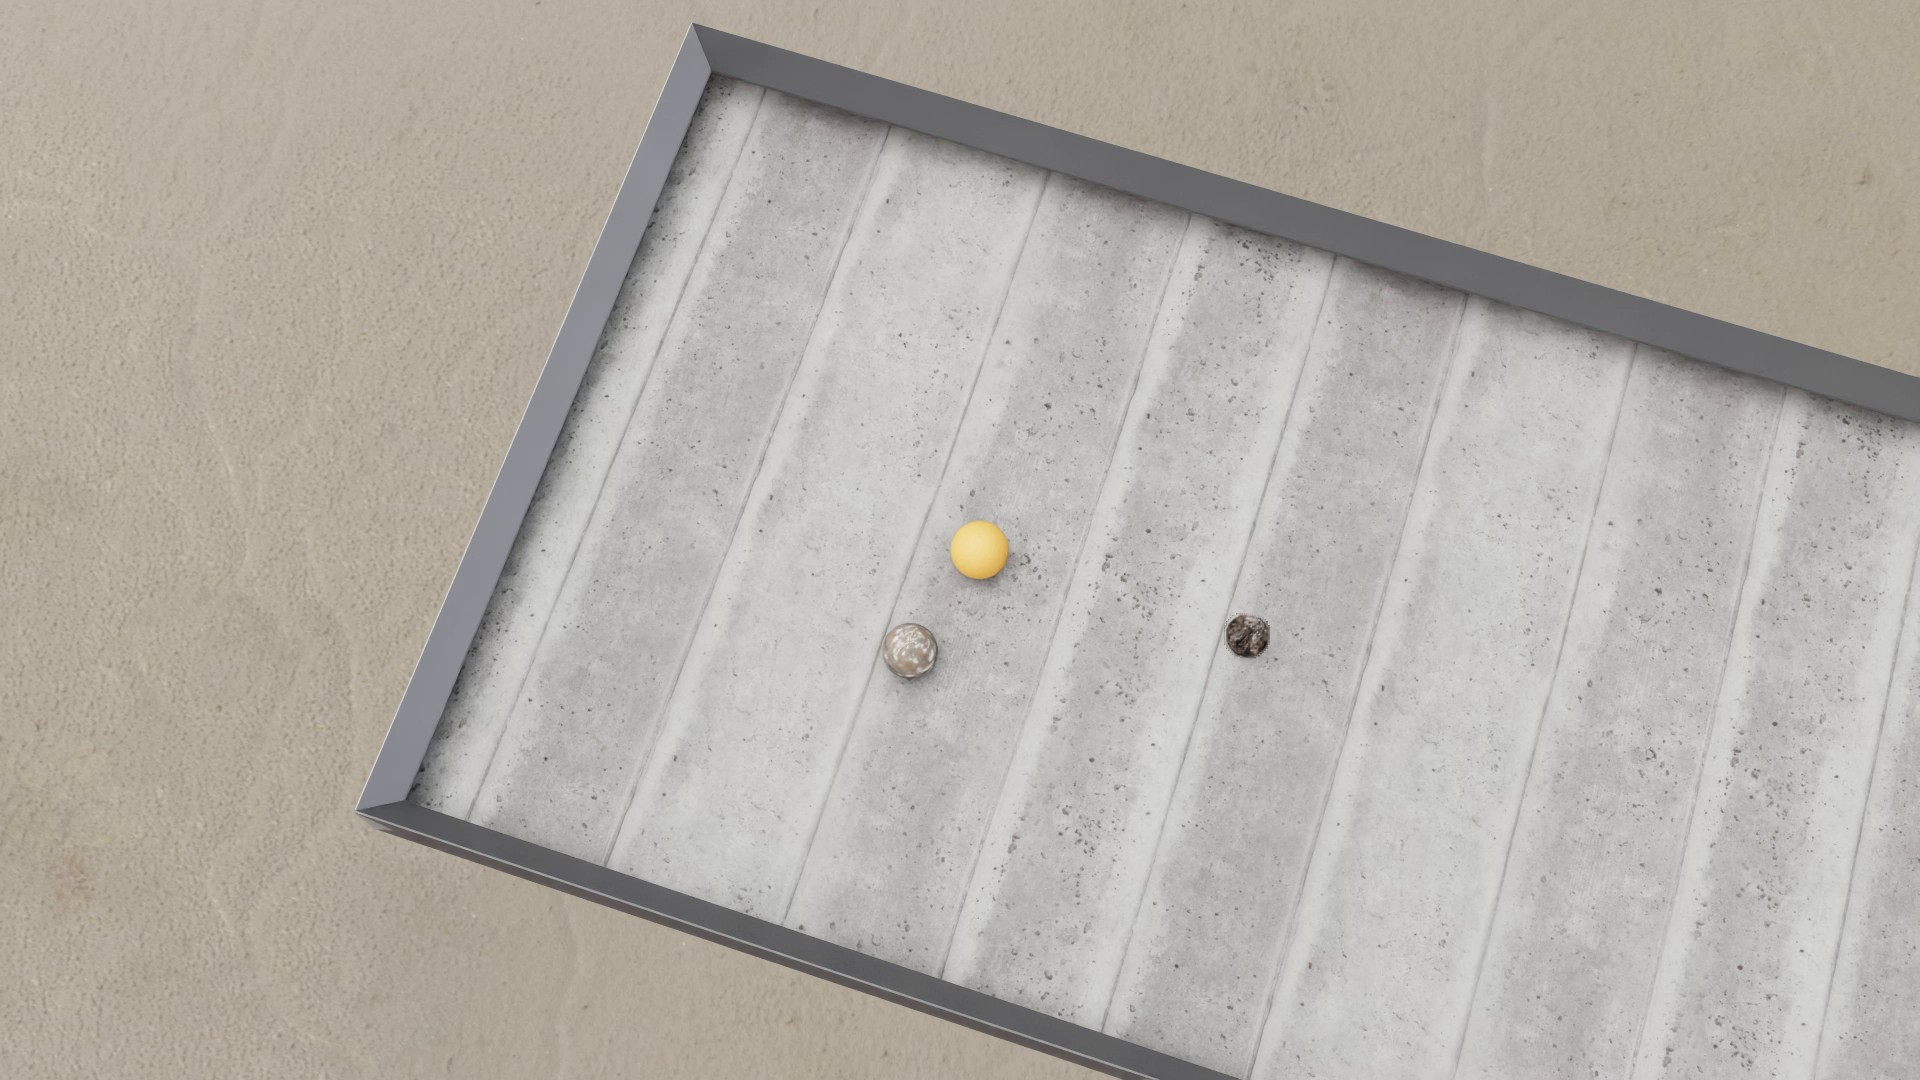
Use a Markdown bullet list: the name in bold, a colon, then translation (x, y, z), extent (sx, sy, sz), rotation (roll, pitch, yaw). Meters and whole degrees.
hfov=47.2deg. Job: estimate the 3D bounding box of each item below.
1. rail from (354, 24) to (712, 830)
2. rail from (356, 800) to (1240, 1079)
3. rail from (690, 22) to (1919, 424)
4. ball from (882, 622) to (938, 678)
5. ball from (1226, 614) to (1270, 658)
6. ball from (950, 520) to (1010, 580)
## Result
- **rail**: translation (-0.641, -0.205, 3.471), extent (0.045, 0.118, 1.398), rotation (17, 72, 6)
- **rail**: translation (0.452, 0.807, 3.117), extent (2.796, 0.118, 0.045), rotation (17, 72, 6)
- **rail**: translation (0.875, -0.404, 3.541), extent (2.796, 0.118, 0.045), rotation (17, 72, 6)
- **ball**: translation (-0.076, 0.169, 3.359), extent (0.086, 0.086, 0.086), rotation (0, 71, 0)
- **ball**: translation (0.441, 0.147, 3.377), extent (0.066, 0.066, 0.066), rotation (0, 71, 0)
- **ball**: translation (0.030, 0.015, 3.410), extent (0.091, 0.091, 0.091), rotation (0, 71, 0)
